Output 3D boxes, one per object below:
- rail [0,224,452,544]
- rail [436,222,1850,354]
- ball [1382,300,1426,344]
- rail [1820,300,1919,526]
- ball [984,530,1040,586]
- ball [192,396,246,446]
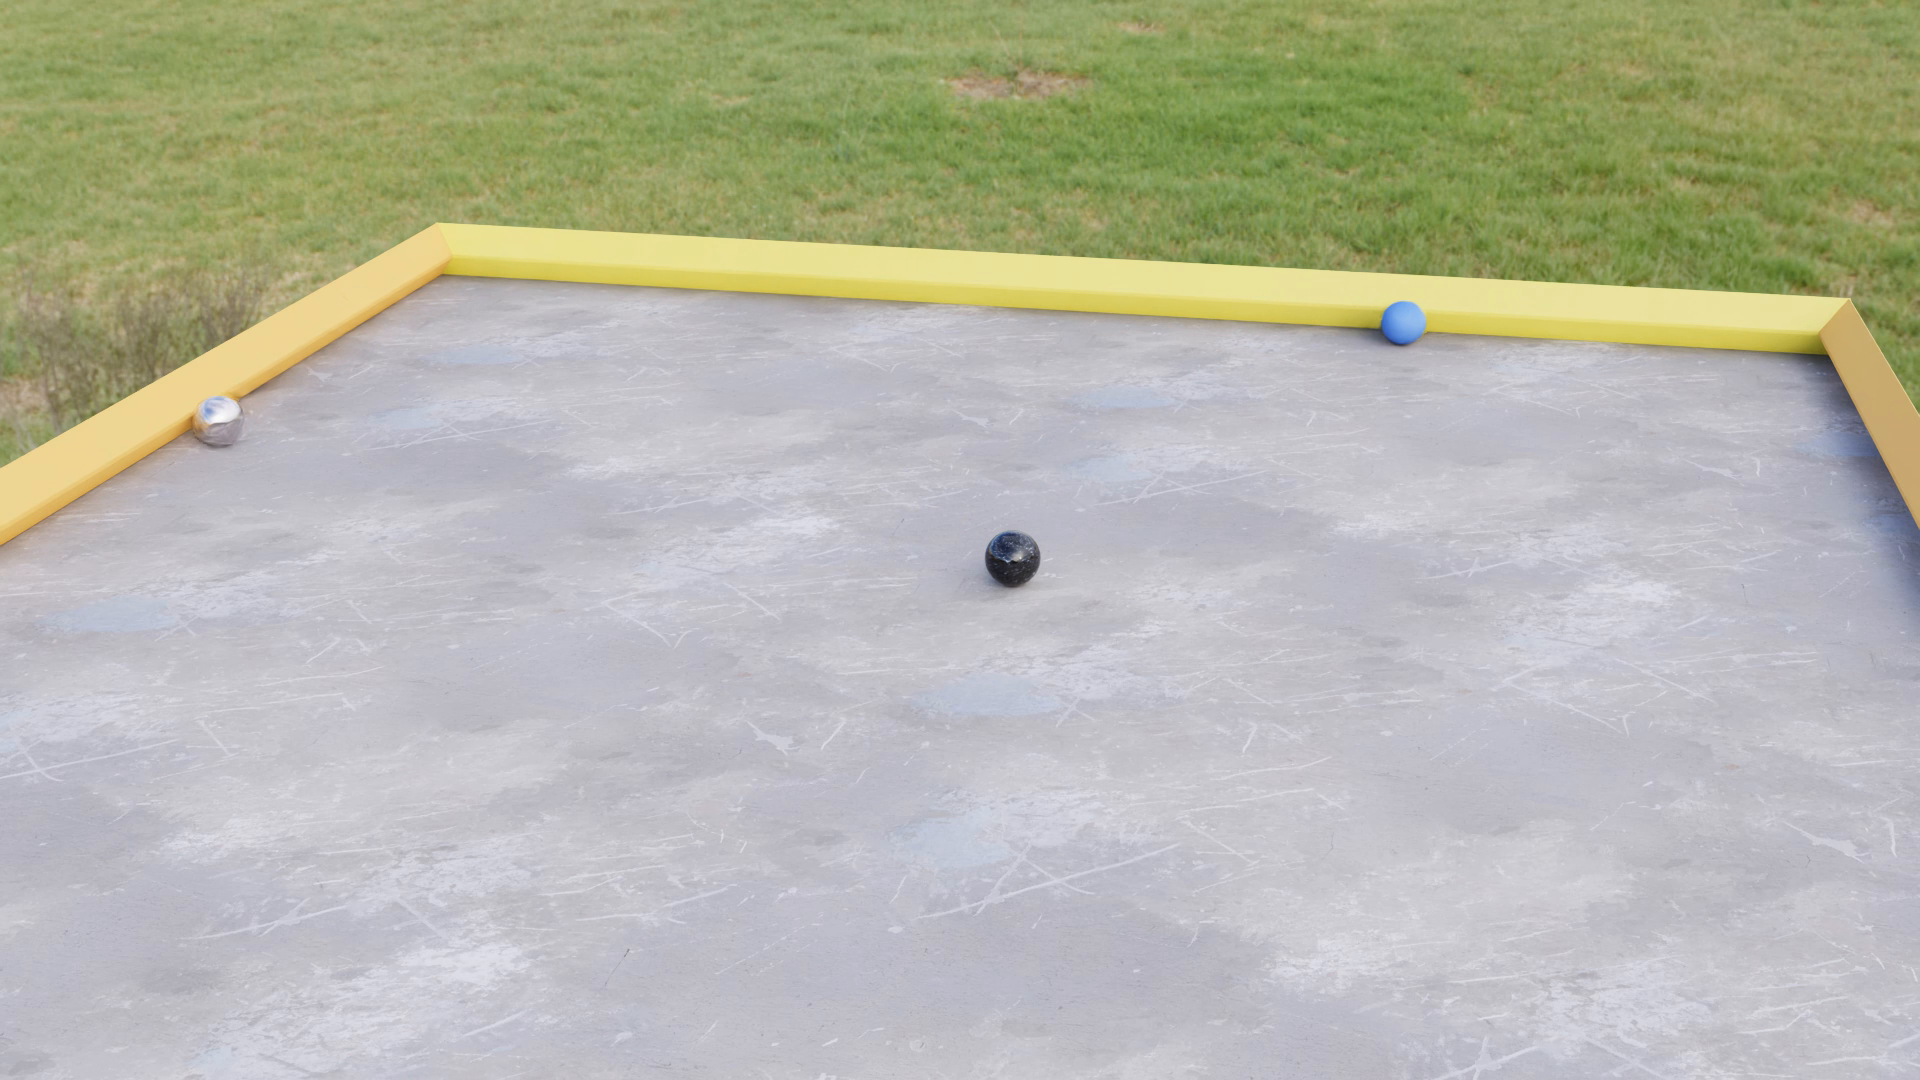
[{"bbox_3d":[-1.331,0.306,1.806,0.045,0.089,4.393,5,23,11],"label":"rail"},{"bbox_3d":[0.222,-0.407,3.560,2.305,0.089,0.045,5,23,11],"label":"rail"},{"bbox_3d":[0.690,-0.338,3.420,0.069,0.069,0.069,0,22,0],"label":"ball"},{"bbox_3d":[0.878,0.481,1.374,0.045,0.089,4.393,5,23,11],"label":"rail"},{"bbox_3d":[0.061,0.021,2.541,0.065,0.065,0.065,0,22,0],"label":"ball"},{"bbox_3d":[-1.006,-0.162,2.987,0.069,0.069,0.069,0,22,0],"label":"ball"}]
